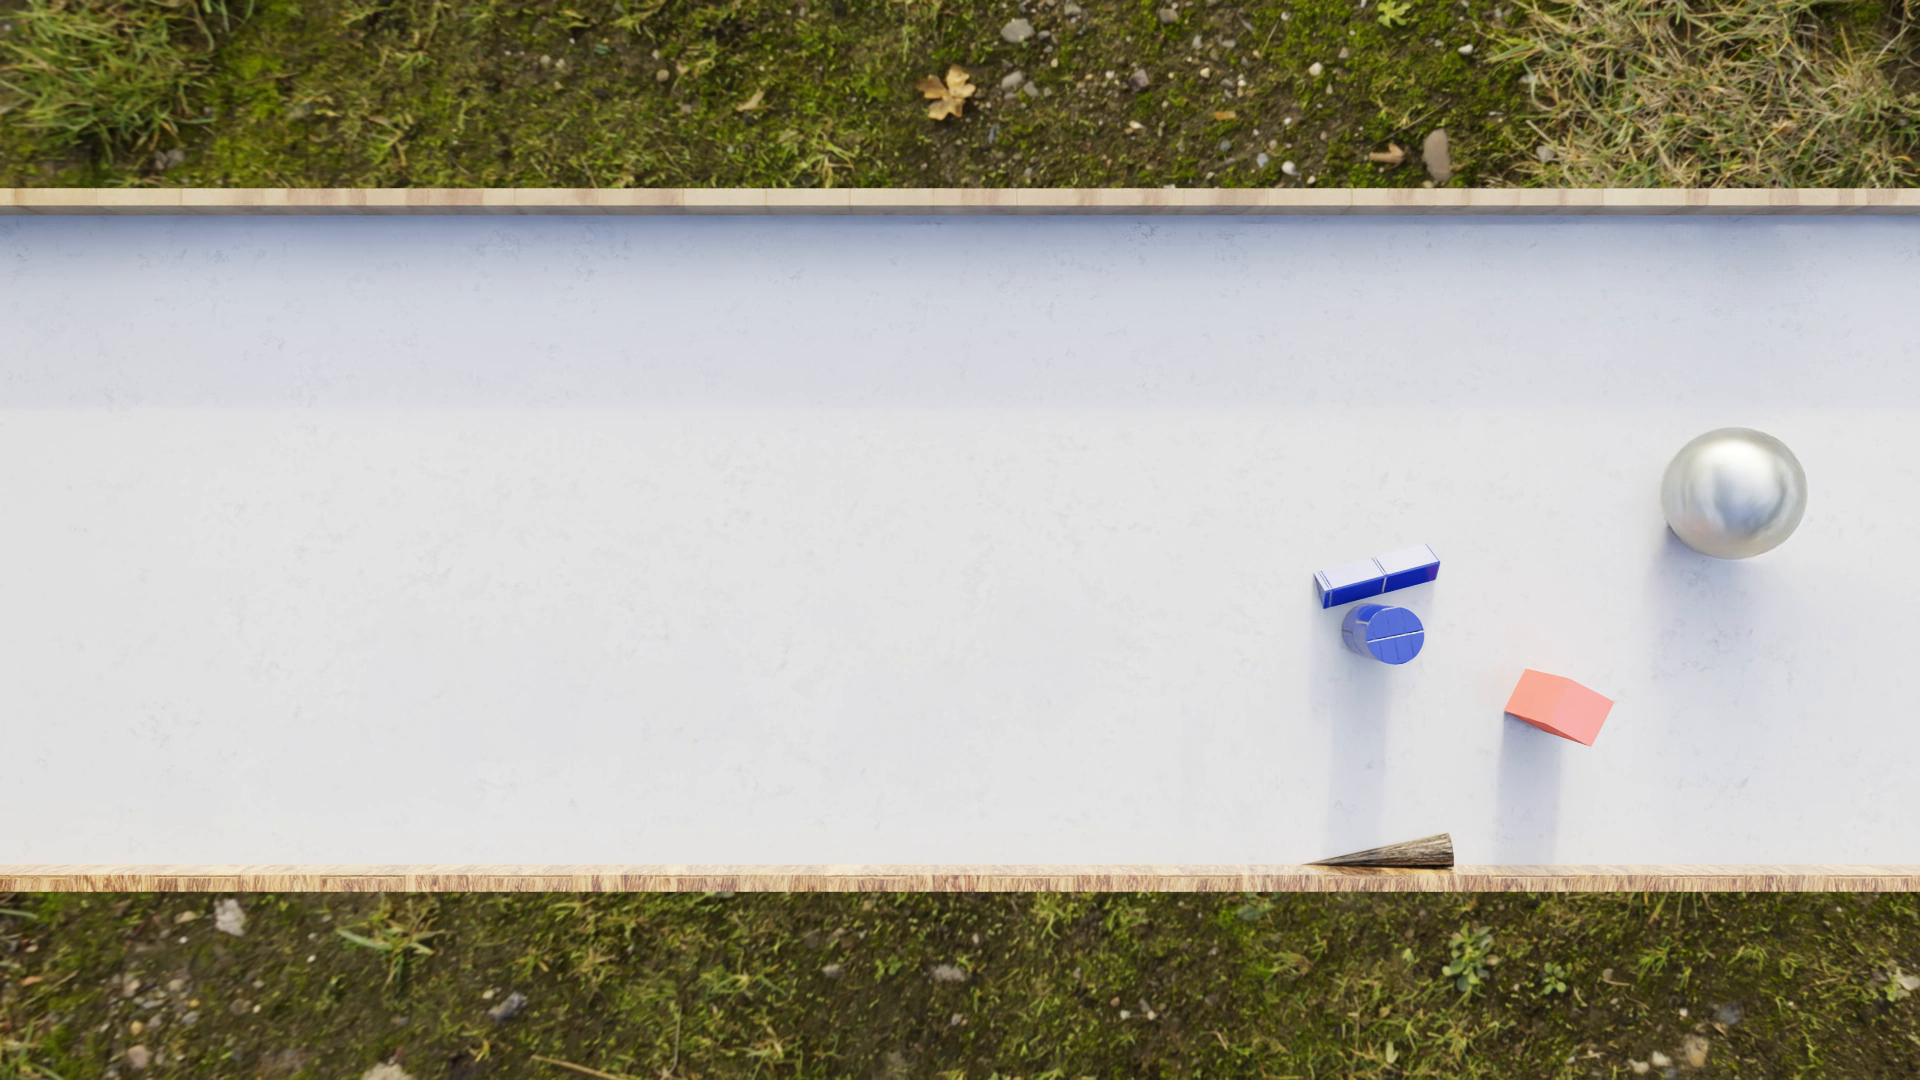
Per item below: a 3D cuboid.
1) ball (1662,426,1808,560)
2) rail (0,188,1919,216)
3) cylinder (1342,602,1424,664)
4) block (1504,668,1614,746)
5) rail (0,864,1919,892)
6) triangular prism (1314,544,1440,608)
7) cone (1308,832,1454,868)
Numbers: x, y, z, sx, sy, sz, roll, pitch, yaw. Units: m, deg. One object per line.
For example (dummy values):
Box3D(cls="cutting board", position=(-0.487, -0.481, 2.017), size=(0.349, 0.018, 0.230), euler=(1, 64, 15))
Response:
Box3D(cls="ball", position=(2.289, -0.138, 4.880), size=(0.393, 0.393, 0.393), euler=(0, 90, 0))
Box3D(cls="rail", position=(-2.247, -1.025, 5.002), size=(12.000, 0.150, 0.050), euler=(0, 90, 0))
Box3D(cls="cylinder", position=(1.258, 0.277, 4.922), size=(0.169, 0.310, 0.169), euler=(0, 90, 0))
Box3D(cls="block", position=(1.772, 0.493, 4.893), size=(0.146, 0.366, 0.146), euler=(27, 90, 0))
Box3D(cls="rail", position=(-2.247, 1.025, 5.001), size=(12.000, 0.150, 0.050), euler=(0, 90, 0))
Box3D(cls="triangular prism", position=(1.276, 0.111, 5.024), size=(0.359, 0.099, 0.114), euler=(-15, 90, 0))
Box3D(cls="cone", position=(1.268, 0.972, 5.051), size=(0.459, 0.103, 0.103), euler=(-7, 90, 6))
